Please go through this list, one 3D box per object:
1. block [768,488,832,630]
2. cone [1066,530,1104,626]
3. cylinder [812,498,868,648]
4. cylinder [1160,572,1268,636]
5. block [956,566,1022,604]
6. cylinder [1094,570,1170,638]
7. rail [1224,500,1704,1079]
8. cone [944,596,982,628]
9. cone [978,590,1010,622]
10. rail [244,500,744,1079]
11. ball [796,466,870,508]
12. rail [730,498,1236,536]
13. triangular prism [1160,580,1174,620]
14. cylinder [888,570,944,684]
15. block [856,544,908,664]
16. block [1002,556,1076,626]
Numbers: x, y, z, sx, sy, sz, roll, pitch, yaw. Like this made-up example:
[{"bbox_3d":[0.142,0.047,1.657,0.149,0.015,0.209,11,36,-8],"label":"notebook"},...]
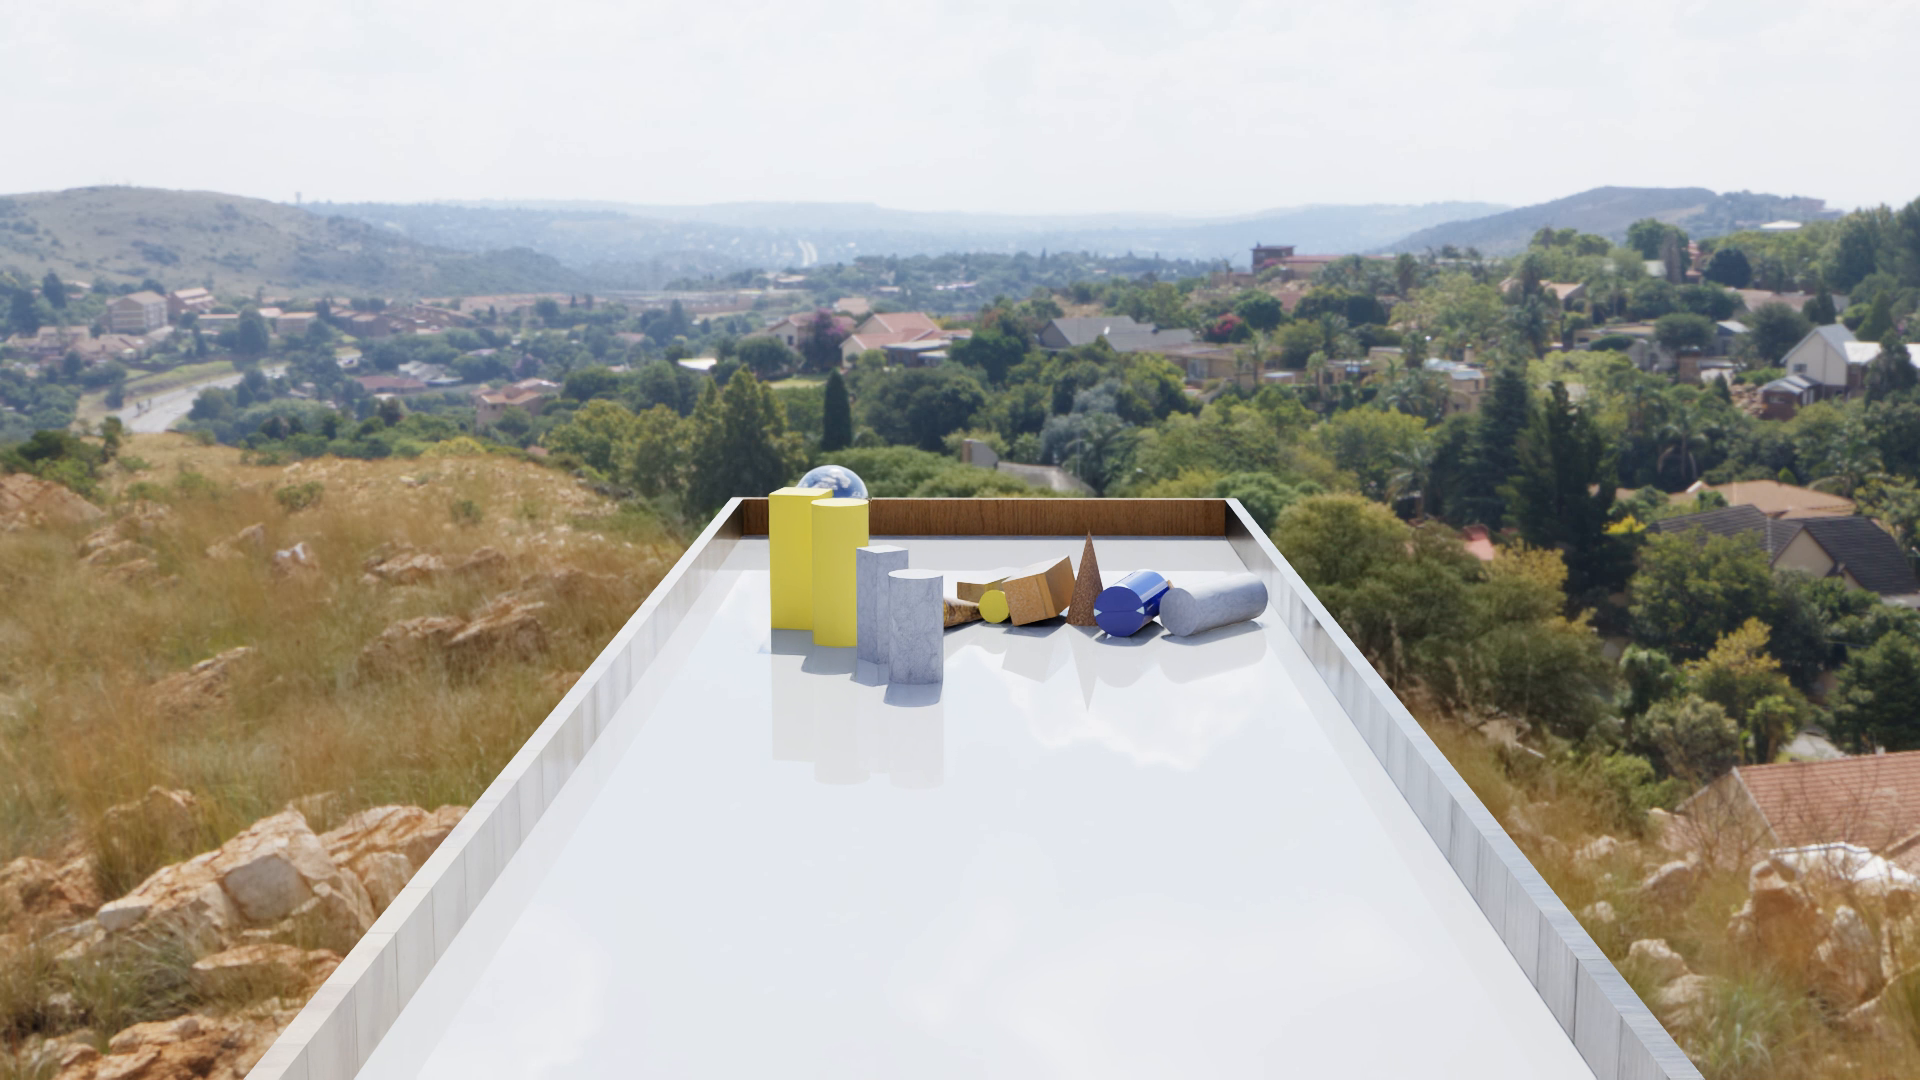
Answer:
[{"bbox_3d":[-0.519,0.060,7.215,0.167,0.442,0.167,2,9,12],"label":"block"},{"bbox_3d":[0.426,0.117,7.272,0.152,0.312,0.152,0,9,0],"label":"cone"},{"bbox_3d":[-0.377,0.101,6.944,0.180,0.446,0.180,0,9,0],"label":"cylinder"},{"bbox_3d":[0.832,0.208,7.191,0.158,0.158,0.386,8,12,42],"label":"cylinder"},{"bbox_3d":[0.118,0.174,7.568,0.107,0.107,0.339,5,10,29],"label":"block"},{"bbox_3d":[0.564,0.204,7.188,0.167,0.167,0.332,3,10,20],"label":"cylinder"},{"bbox_3d":[1.046,0.843,3.208,0.050,0.150,12.000,0,9,1],"label":"rail"},{"bbox_3d":[0.043,0.237,7.322,0.120,0.120,0.432,7,4,38],"label":"cone"},{"bbox_3d":[0.189,0.217,7.465,0.110,0.110,0.412,4,2,21],"label":"cone"},{"bbox_3d":[-1.004,0.839,3.234,0.050,0.150,12.000,0,9,1],"label":"rail"},{"bbox_3d":[-0.525,-0.149,8.956,0.312,0.312,0.312,0,9,0],"label":"ball"},{"bbox_3d":[0.099,-0.098,9.147,2.100,0.150,0.050,0,9,1],"label":"rail"},{"bbox_3d":[0.719,0.205,7.428,0.099,0.086,0.338,0,9,1],"label":"triangular prism"},{"bbox_3d":[-0.128,0.252,6.419,0.160,0.312,0.160,0,9,0],"label":"cylinder"},{"bbox_3d":[-0.235,0.195,6.688,0.114,0.341,0.114,-6,11,-35],"label":"block"},{"bbox_3d":[0.274,0.168,7.358,0.150,0.150,0.352,-14,5,18],"label":"block"}]
